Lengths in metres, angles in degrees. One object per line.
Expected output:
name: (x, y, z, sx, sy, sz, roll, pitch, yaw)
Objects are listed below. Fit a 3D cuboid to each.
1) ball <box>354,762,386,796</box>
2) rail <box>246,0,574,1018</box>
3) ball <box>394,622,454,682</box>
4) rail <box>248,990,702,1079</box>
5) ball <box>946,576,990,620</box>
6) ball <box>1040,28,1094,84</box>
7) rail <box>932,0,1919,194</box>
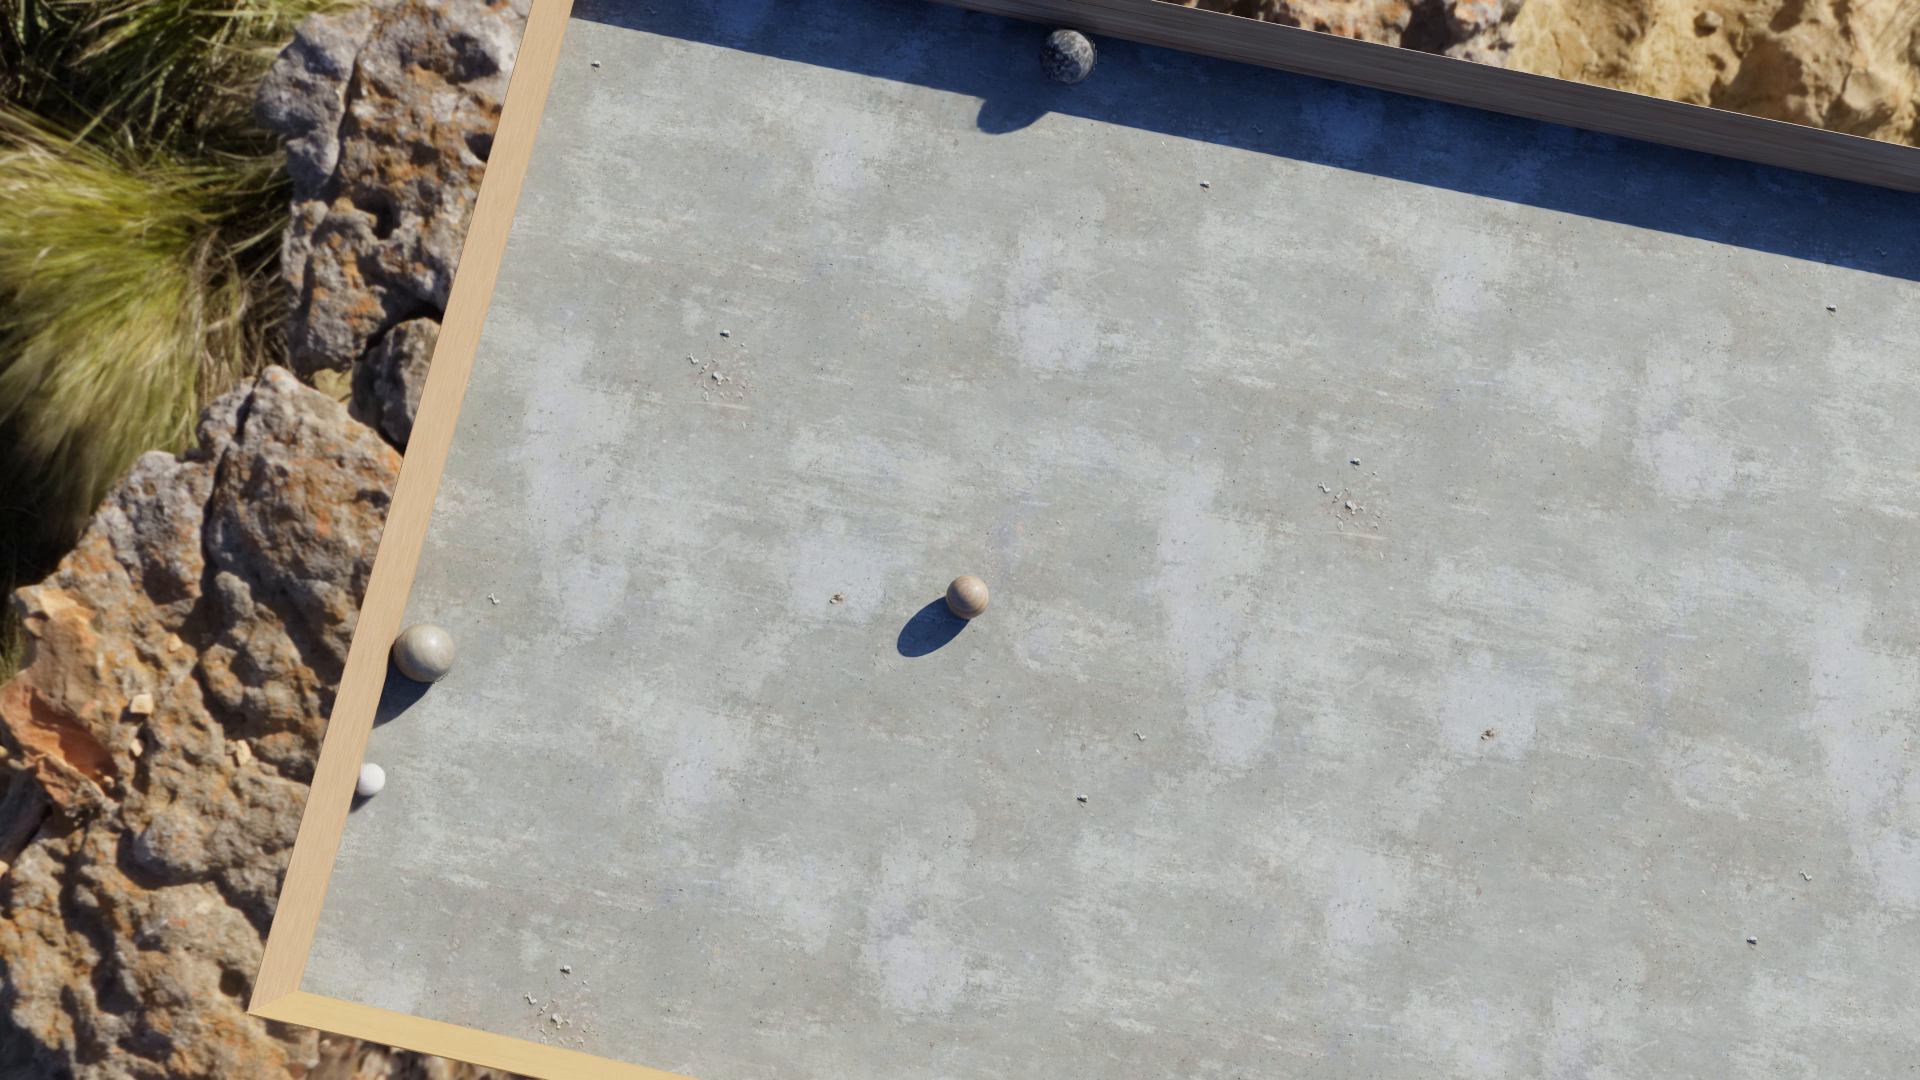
ball: (-0.875, 0.354, 3.253, 0.048, 0.048, 0.048, 0, 76, 0)
rail: (-0.792, -0.169, 3.345, 0.045, 0.115, 1.795, 12, 77, 3)
ball: (-0.798, 0.168, 3.277, 0.089, 0.089, 0.089, 0, 76, 0)
rail: (0.633, 0.993, 3.063, 3.334, 0.115, 0.045, 12, 77, 3)
ball: (0.011, 0.086, 3.309, 0.066, 0.066, 0.066, 0, 76, 0)
ball: (0.170, -0.771, 3.505, 0.088, 0.088, 0.088, 0, 76, 0)
rail: (0.997, -0.668, 3.465, 3.334, 0.115, 0.045, 12, 77, 3)
